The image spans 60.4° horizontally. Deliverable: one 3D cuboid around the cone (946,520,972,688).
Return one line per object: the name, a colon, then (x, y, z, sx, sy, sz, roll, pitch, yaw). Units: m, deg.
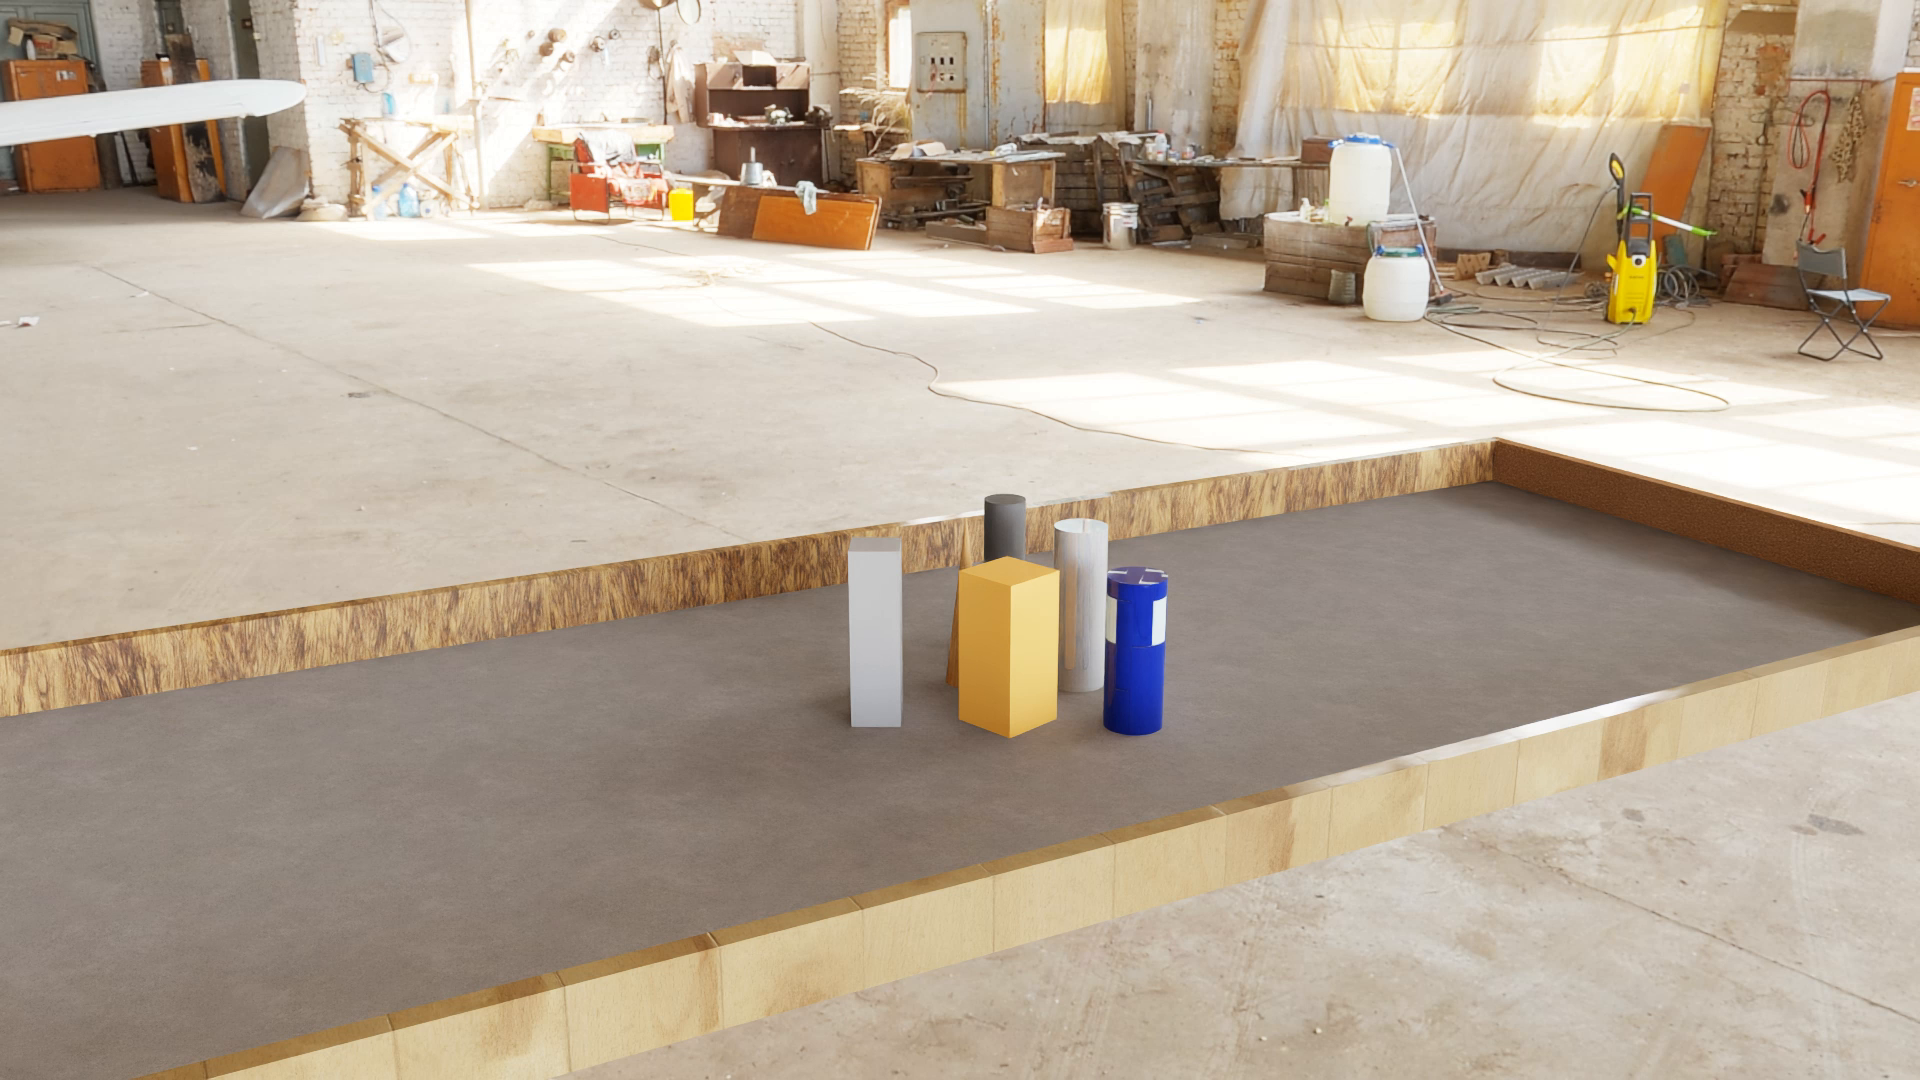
cone: (0.015, 0.143, 4.088, 0.101, 0.440, 0.101, 0, 16, 0)

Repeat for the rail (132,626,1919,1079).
rail: (-2.336, 1.006, 1.665, 12.000, 0.150, 0.050, -9, 18, -27)

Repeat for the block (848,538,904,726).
block: (-0.196, 0.216, 3.861, 0.116, 0.428, 0.116, 0, 16, 1)

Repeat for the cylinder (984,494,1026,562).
cylinder: (0.118, 0.083, 4.368, 0.109, 0.397, 0.109, 0, 16, 0)

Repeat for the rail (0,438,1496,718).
rail: (-3.305, 0.497, 3.399, 12.000, 0.150, 0.050, -9, 18, -27)

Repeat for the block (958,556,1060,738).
block: (0.113, 0.248, 3.859, 0.164, 0.368, 0.164, 15, 22, 42)

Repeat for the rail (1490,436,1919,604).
rail: (2.466, -0.048, 5.253, 0.050, 0.150, 2.100, -9, 18, -27)

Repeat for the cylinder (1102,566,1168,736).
cylinder: (0.407, 0.257, 3.832, 0.141, 0.366, 0.141, 0, 16, 0)

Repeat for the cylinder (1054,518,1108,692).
cylinder: (0.296, 0.161, 4.081, 0.132, 0.409, 0.132, 0, 16, 0)
